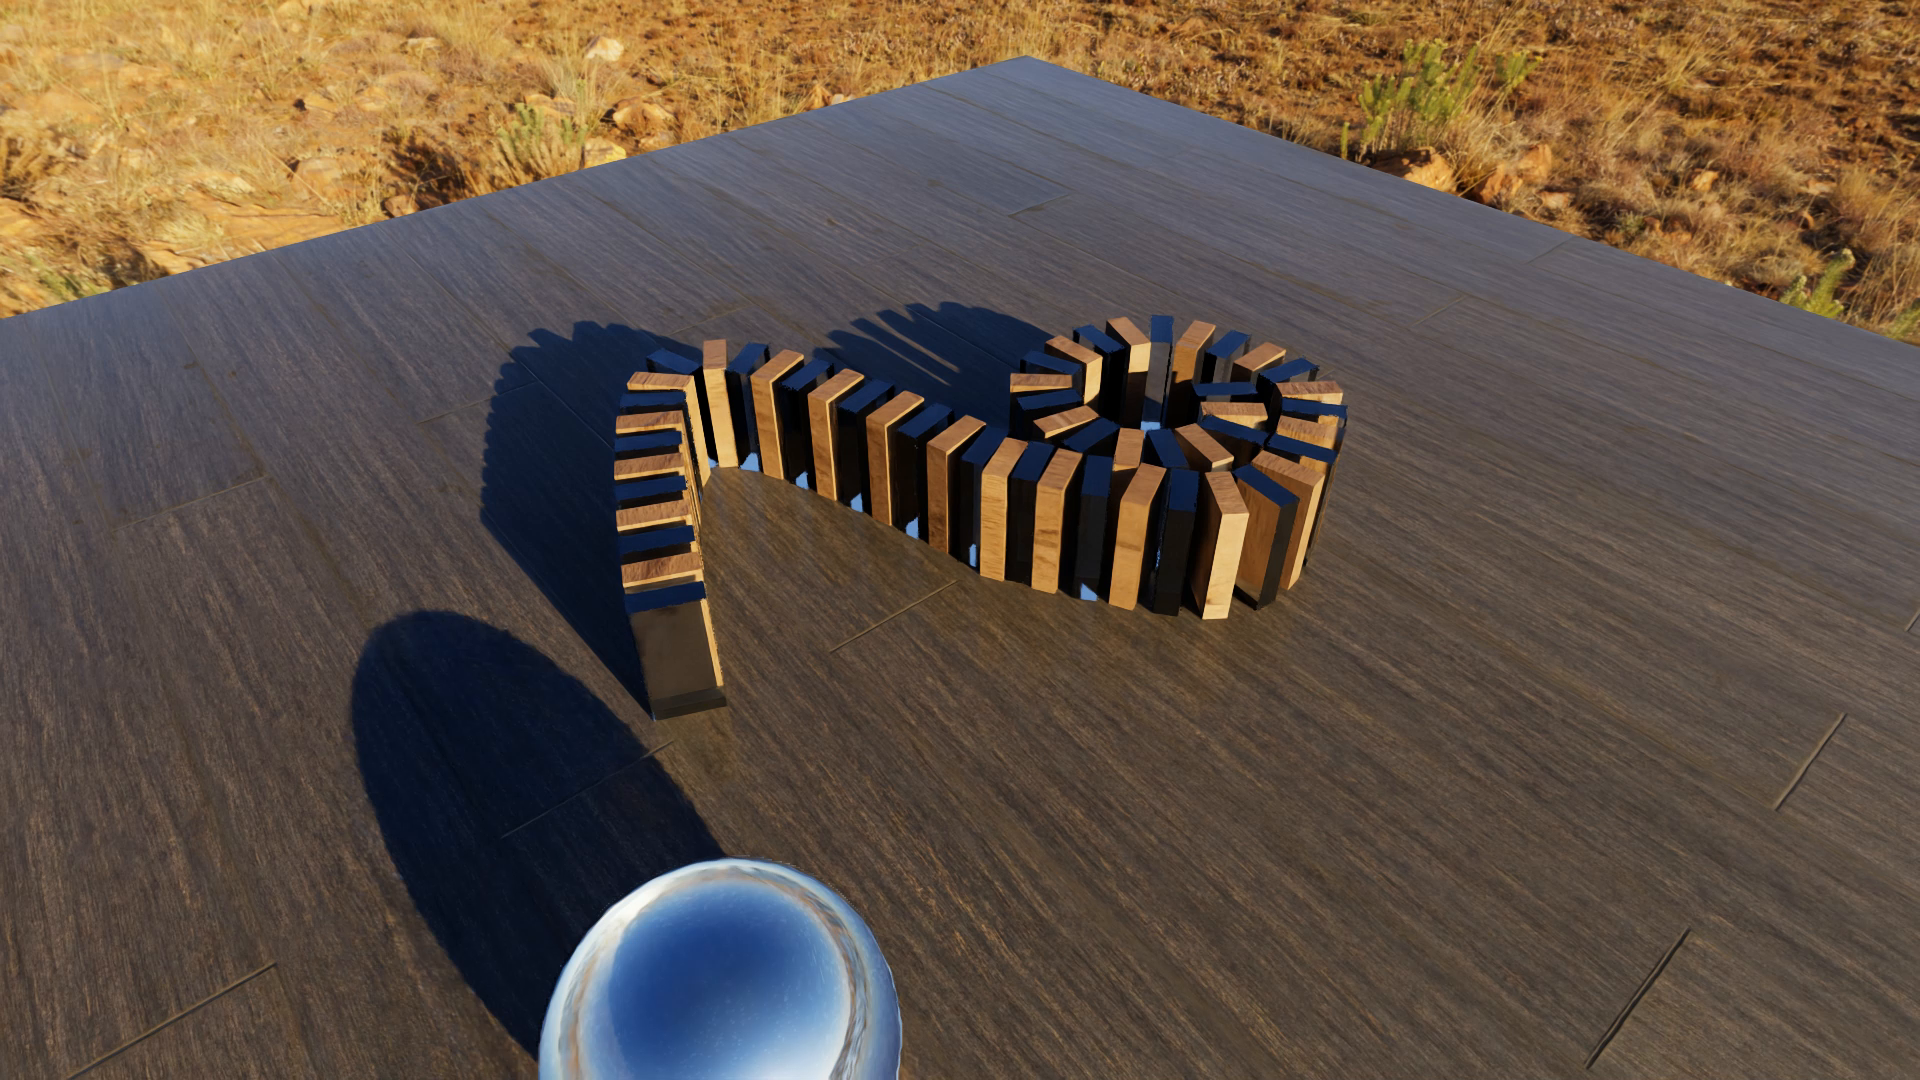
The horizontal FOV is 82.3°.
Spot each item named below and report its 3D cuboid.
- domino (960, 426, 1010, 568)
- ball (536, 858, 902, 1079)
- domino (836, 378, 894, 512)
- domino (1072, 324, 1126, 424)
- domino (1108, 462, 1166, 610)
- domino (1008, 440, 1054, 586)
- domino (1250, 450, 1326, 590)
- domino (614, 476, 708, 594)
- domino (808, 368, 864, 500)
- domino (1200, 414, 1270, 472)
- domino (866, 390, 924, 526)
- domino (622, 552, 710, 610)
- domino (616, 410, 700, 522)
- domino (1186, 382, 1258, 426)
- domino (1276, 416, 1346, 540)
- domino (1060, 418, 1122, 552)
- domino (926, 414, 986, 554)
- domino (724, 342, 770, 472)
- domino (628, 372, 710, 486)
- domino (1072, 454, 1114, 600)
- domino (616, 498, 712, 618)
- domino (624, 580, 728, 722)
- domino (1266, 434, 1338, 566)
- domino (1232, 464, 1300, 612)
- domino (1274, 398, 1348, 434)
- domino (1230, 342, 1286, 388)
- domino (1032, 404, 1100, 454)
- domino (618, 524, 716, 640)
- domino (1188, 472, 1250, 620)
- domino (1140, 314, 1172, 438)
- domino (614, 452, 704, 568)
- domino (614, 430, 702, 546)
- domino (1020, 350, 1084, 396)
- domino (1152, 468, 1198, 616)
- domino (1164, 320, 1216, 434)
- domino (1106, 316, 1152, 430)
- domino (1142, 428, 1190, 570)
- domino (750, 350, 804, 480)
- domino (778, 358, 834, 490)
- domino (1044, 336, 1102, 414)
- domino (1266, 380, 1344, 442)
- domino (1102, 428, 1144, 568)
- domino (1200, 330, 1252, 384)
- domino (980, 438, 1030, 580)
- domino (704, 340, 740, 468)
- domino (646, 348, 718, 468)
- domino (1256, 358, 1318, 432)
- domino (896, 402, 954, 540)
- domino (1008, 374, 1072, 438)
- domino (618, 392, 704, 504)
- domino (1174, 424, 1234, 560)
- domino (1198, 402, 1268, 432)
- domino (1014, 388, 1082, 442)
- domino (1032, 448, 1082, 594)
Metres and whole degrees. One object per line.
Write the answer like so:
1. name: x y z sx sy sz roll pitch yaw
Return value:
1. domino: 0.010 -0.016 0.432 0.009 0.050 0.025 17 42 19
2. ball: -0.053 0.114 0.249 0.080 0.080 0.080 0 39 0
3. domino: -0.038 -0.039 0.459 0.009 0.050 0.025 23 45 26
4. domino: 0.061 -0.068 0.495 0.010 0.050 0.025 -22 44 -25
5. domino: 0.066 -0.001 0.413 0.009 0.050 0.025 16 42 19
6. domino: 0.027 -0.010 0.424 0.009 0.050 0.025 12 41 15
7. domino: 0.121 -0.007 0.420 0.025 0.050 0.009 27 46 29
8. domino: -0.111 0.001 0.411 0.025 0.050 0.009 -10 40 -12
9. domino: -0.051 -0.044 0.466 0.009 0.050 0.025 23 44 25
10. domino: 0.106 -0.023 0.440 0.025 0.050 0.010 21 44 24
11. domino: -0.026 -0.033 0.452 0.010 0.050 0.025 25 45 27
12. domino: -0.098 0.028 0.377 0.025 0.050 0.009 -11 41 -13
13. domino: -0.121 -0.028 0.445 0.025 0.050 0.010 -6 40 -8
14. domino: 0.108 -0.042 0.463 0.025 0.050 0.009 -3 39 -3
15. domino: 0.136 -0.024 0.441 0.025 0.050 0.009 14 41 17
16. domino: 0.050 -0.021 0.437 0.009 0.050 0.025 32 49 33
17. domino: -0.001 -0.022 0.438 0.009 0.050 0.025 26 46 28
18. domino: -0.090 -0.058 0.482 0.010 0.050 0.025 9 40 11
19. domino: -0.123 -0.047 0.469 0.025 0.050 0.009 5 40 6
20. domino: 0.050 -0.004 0.417 0.009 0.050 0.025 7 40 8
21. domino: -0.107 0.010 0.399 0.025 0.050 0.009 -11 40 -13
22. domino: -0.094 0.038 0.366 0.025 0.050 0.009 -11 40 -13
23. domino: 0.129 -0.015 0.430 0.025 0.050 0.010 20 43 23
24. domino: 0.110 -0.001 0.412 0.009 0.050 0.025 -22 44 -25
25. domino: 0.140 -0.033 0.452 0.025 0.050 0.010 9 40 10
26. domino: 0.127 -0.059 0.484 0.025 0.050 0.010 -31 49 -33
27. domino: 0.042 -0.028 0.446 0.025 0.050 0.009 -18 43 -21
28. domino: -0.103 0.019 0.388 0.025 0.050 0.009 -11 41 -13
29. domino: 0.095 0.002 0.409 0.010 0.050 0.025 -3 39 -3
30. domino: 0.089 -0.074 0.502 0.009 0.050 0.025 6 40 7
31. domino: -0.115 -0.009 0.422 0.025 0.050 0.009 -9 40 -10
32. domino: -0.118 -0.018 0.434 0.025 0.050 0.009 -8 40 -10
33. domino: 0.039 -0.056 0.479 0.025 0.050 0.010 22 44 24
34. domino: 0.080 0.001 0.410 0.010 0.050 0.025 8 40 9
35. domino: 0.103 -0.071 0.498 0.010 0.050 0.025 19 43 21
36. domino: 0.074 -0.073 0.500 0.009 0.050 0.025 -13 41 -15
37. domino: 0.078 -0.016 0.430 0.010 0.050 0.025 -5 40 -6
38. domino: -0.077 -0.054 0.478 0.009 0.050 0.025 18 43 21
39. domino: -0.064 -0.049 0.472 0.009 0.050 0.025 21 44 24
40. domino: 0.049 -0.063 0.488 0.009 0.050 0.025 -30 48 -31
41. domino: 0.142 -0.043 0.463 0.025 0.050 0.010 -3 39 -3
42. domino: 0.064 -0.016 0.431 0.009 0.050 0.025 8 40 10
43. domino: 0.116 -0.065 0.491 0.010 0.050 0.025 26 46 28
44. domino: 0.017 -0.012 0.426 0.010 0.050 0.025 15 42 17
45. domino: -0.105 -0.060 0.485 0.009 0.050 0.025 -6 40 -8
46. domino: -0.121 -0.056 0.480 0.025 0.050 0.009 25 45 27
47. domino: 0.137 -0.051 0.474 0.025 0.050 0.009 -21 44 -24
48. domino: -0.013 -0.028 0.445 0.010 0.050 0.025 25 46 28
49. domino: 0.033 -0.046 0.468 0.025 0.050 0.009 2 39 2
50. domino: -0.123 -0.037 0.457 0.025 0.050 0.009 -3 39 -3
51. domino: 0.093 -0.018 0.433 0.010 0.050 0.025 -16 42 -19
52. domino: 0.108 -0.033 0.451 0.025 0.050 0.010 2 39 2
53. domino: 0.036 -0.037 0.457 0.025 0.050 0.009 -11 41 -13
54. domino: 0.037 -0.007 0.420 0.009 0.050 0.025 14 41 17
